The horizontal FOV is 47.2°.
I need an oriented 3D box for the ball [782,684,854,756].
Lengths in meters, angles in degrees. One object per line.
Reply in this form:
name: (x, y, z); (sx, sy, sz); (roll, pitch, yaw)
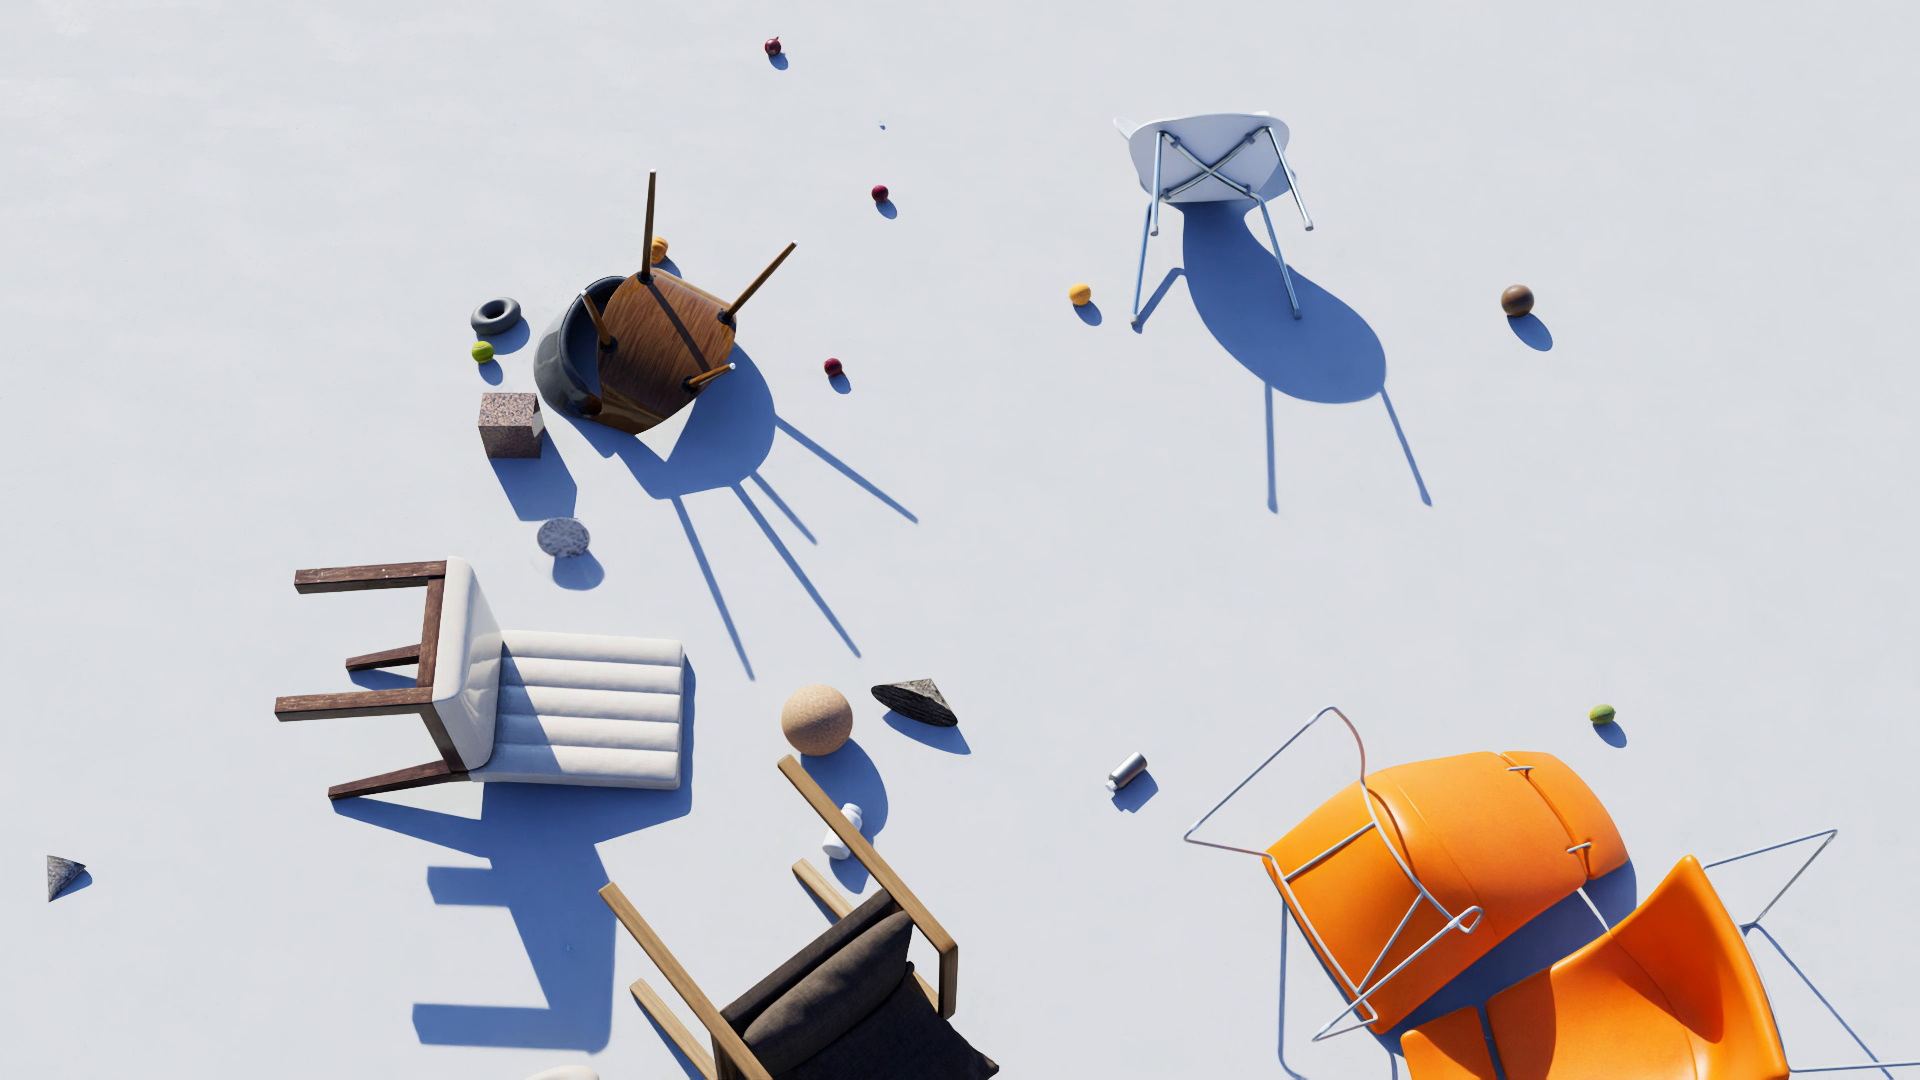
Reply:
ball: (-0.397, 0.501, 6.117); (0.200, 0.200, 0.200); (0, 56, 0)

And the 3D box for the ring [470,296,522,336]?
ring: (-1.481, -0.714, 7.017); (0.168, 0.063, 0.120); (-27, 62, -16)

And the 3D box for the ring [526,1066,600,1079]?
ring: (-1.073, 1.447, 5.556); (0.360, 0.079, 0.180); (-29, 60, -17)

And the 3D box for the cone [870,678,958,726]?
cone: (-0.107, 0.432, 6.255); (0.267, 0.100, 0.135); (20, 38, 10)

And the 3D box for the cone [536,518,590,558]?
cone: (-1.189, -0.035, 6.560); (0.156, 0.133, 0.133); (10, 24, -19)

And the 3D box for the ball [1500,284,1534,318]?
ball: (1.781, -0.764, 7.023); (0.106, 0.106, 0.106); (0, 56, 0)

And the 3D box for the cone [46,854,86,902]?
cone: (-2.438, 0.923, 5.941); (0.117, 0.046, 0.122); (13, 68, 7)

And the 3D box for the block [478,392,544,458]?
block: (-1.368, -0.349, 6.708); (0.161, 0.166, 0.126); (0, 56, 0)
